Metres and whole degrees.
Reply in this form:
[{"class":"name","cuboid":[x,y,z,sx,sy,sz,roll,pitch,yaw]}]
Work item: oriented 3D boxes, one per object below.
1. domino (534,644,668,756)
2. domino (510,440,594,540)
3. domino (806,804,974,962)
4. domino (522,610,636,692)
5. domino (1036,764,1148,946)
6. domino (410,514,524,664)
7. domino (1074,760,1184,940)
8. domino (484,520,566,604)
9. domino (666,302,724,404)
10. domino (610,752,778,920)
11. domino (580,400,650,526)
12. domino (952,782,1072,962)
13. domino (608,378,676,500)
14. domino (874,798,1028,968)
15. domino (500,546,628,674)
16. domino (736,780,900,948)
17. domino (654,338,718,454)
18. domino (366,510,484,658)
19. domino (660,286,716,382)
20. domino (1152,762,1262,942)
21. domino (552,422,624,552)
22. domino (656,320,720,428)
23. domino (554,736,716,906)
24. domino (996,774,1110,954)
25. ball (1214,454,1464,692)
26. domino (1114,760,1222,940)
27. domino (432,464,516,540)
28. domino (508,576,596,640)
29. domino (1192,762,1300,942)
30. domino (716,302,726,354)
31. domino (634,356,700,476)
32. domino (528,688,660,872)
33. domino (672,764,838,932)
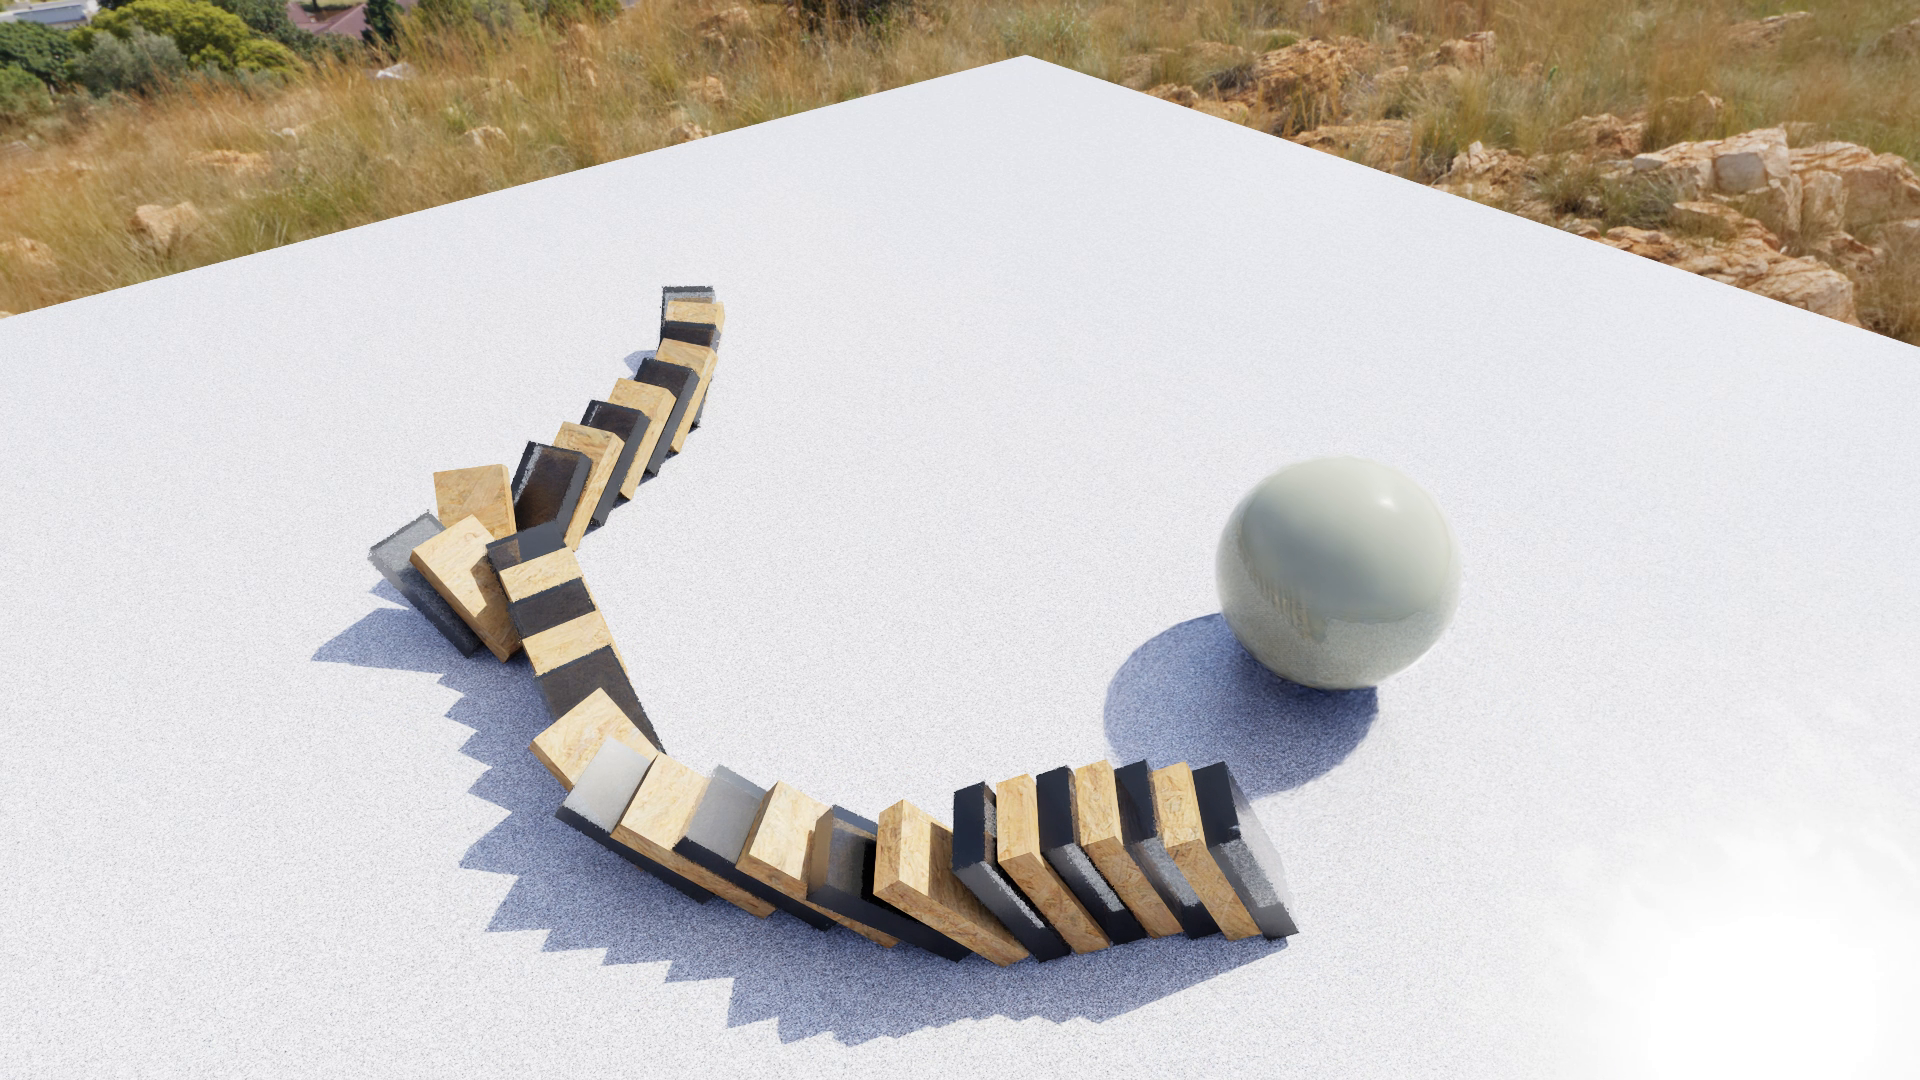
[{"class":"domino","cuboid":[-0.112,0.061,0.349,0.025,0.009,0.050,-25,78,-28]},{"class":"domino","cuboid":[-0.168,-0.013,0.438,0.025,0.010,0.050,12,75,15]},{"class":"domino","cuboid":[-0.018,0.095,0.304,0.050,0.009,0.025,31,33,-23]},{"class":"domino","cuboid":[-0.121,0.051,0.361,0.025,0.009,0.050,-23,77,-26]},{"class":"domino","cuboid":[0.037,0.088,0.305,0.009,0.050,0.025,-22,36,18]},{"class":"domino","cuboid":[-0.171,0.018,0.399,0.050,0.010,0.025,48,48,-2]},{"class":"domino","cuboid":[0.047,0.087,0.307,0.010,0.050,0.025,-22,36,18]},{"class":"domino","cuboid":[-0.149,0.020,0.397,0.025,0.009,0.050,-24,80,-29]},{"class":"domino","cuboid":[-0.133,-0.091,0.535,0.025,0.010,0.050,5,71,5]},{"class":"domino","cuboid":[-0.072,0.085,0.318,0.050,0.009,0.025,33,42,-12]},{"class":"domino","cuboid":[-0.153,-0.033,0.465,0.025,0.010,0.050,14,73,16]},{"class":"domino","cuboid":[0.015,0.091,0.301,0.010,0.050,0.025,-23,35,18]},{"class":"domino","cuboid":[-0.146,-0.044,0.478,0.025,0.009,0.050,14,73,16]},{"class":"domino","cuboid":[-0.002,0.094,0.302,0.010,0.050,0.025,-36,31,26]},{"class":"domino","cuboid":[-0.139,0.030,0.386,0.025,0.009,0.050,-23,79,-27]},{"class":"domino","cuboid":[-0.036,0.092,0.311,0.050,0.009,0.025,32,39,-13]},{"class":"domino","cuboid":[-0.132,-0.067,0.505,0.025,0.010,0.050,14,73,14]},{"class":"domino","cuboid":[-0.187,0.016,0.402,0.050,0.010,0.025,46,48,-4]},{"class":"domino","cuboid":[-0.137,-0.104,0.552,0.025,0.010,0.050,-2,68,-2]},{"class":"domino","cuboid":[0.069,0.087,0.306,0.010,0.050,0.025,-22,36,18]},{"class":"domino","cuboid":[-0.160,-0.022,0.452,0.025,0.009,0.050,14,73,16]},{"class":"domino","cuboid":[-0.132,-0.079,0.520,0.025,0.010,0.050,6,71,7]},{"class":"domino","cuboid":[-0.089,0.082,0.322,0.050,0.009,0.025,35,44,-11]},{"class":"domino","cuboid":[0.026,0.090,0.303,0.010,0.050,0.025,-22,36,18]},{"class":"ball","cuboid":[0.127,0.011,0.374,0.080,0.080,0.080,0,39,0]},{"class":"domino","cuboid":[0.058,0.087,0.307,0.009,0.050,0.025,-22,36,18]},{"class":"domino","cuboid":[-0.184,-0.002,0.420,0.025,0.010,0.050,-9,85,-9]},{"class":"domino","cuboid":[-0.131,0.040,0.373,0.025,0.010,0.050,-23,79,-26]},{"class":"domino","cuboid":[0.080,0.087,0.306,0.009,0.050,0.025,-22,36,18]},{"class":"domino","cuboid":[-0.139,-0.109,0.577,0.025,0.009,0.050,-2,39,-3]},{"class":"domino","cuboid":[-0.138,-0.055,0.491,0.025,0.010,0.050,15,73,16]},{"class":"domino","cuboid":[-0.103,0.072,0.333,0.050,0.010,0.025,48,52,-1]},{"class":"domino","cuboid":[-0.054,0.088,0.315,0.050,0.010,0.025,33,40,-13]}]
